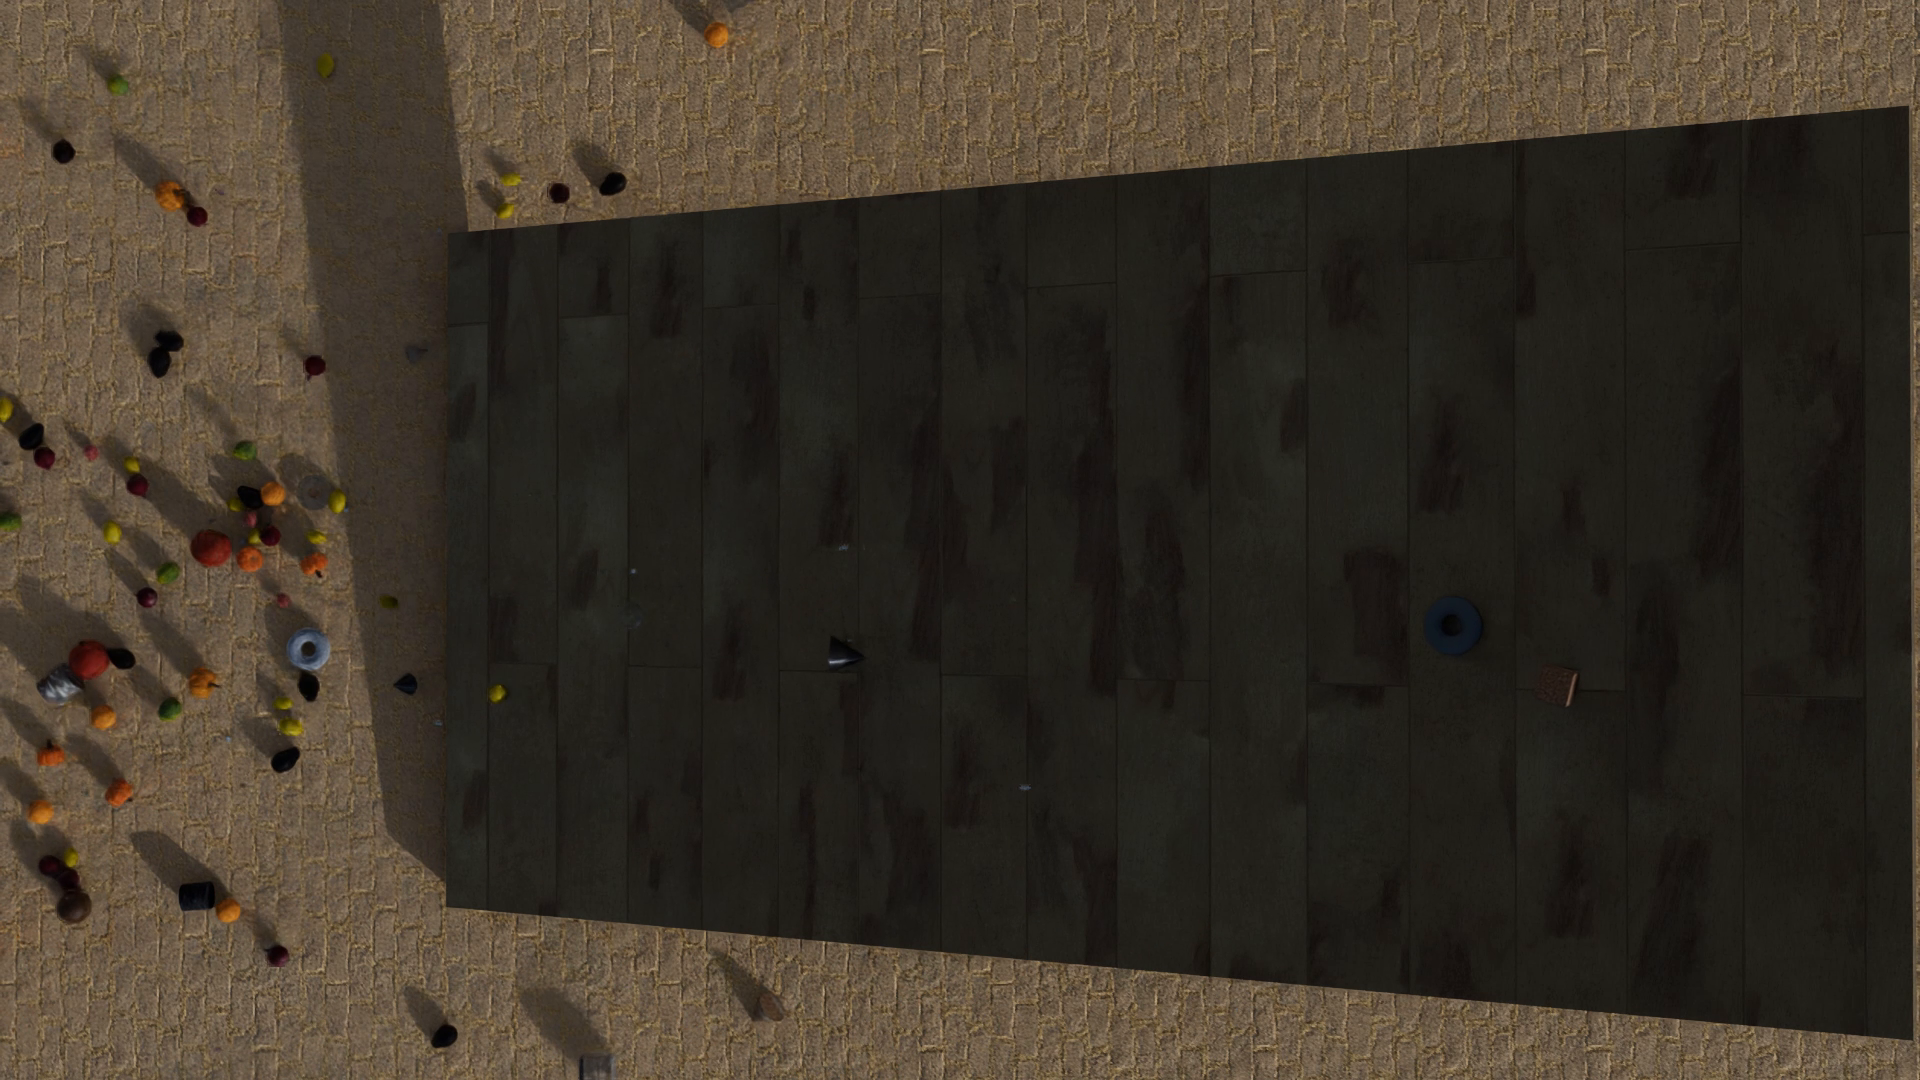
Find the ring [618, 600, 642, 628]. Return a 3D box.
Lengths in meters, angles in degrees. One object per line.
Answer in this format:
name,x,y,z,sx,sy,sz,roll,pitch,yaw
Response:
ring,-0.931,0.211,6.211,0.078,0.026,0.078,-1,88,28

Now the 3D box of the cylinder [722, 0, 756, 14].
cylinder,-0.671,-1.637,6.592,0.092,0.092,0.092,-30,89,0

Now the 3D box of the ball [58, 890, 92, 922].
ball,-2.641,1.094,6.561,0.096,0.096,0.096,0,89,0

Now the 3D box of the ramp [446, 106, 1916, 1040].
ramp,0.278,0.079,5.662,4.000,0.100,2.000,0,89,27

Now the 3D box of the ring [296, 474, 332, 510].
ring,-1.938,-0.142,6.604,0.108,0.036,0.108,0,90,1

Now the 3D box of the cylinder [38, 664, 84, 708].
cylinder,-2.686,0.436,6.569,0.093,0.093,0.093,-38,90,0

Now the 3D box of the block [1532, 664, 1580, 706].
block,1.358,0.330,5.005,0.076,0.076,0.076,15,96,27

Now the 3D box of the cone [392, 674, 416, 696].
cone,-1.671,0.433,6.570,0.066,0.066,0.066,0,90,34

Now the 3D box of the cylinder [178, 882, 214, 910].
cylinder,-2.280,1.065,6.569,0.080,0.080,0.080,-5,89,0

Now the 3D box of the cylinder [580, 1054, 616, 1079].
cylinder,-1.081,1.579,6.558,0.093,0.093,0.093,-1,89,0

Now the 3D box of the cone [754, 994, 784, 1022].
cone,-0.591,1.422,6.584,0.094,0.094,0.094,-42,89,26

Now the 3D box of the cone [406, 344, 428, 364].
cone,-1.618,-0.562,6.585,0.058,0.058,0.058,-10,89,12

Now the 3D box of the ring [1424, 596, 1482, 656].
ring,1.150,0.200,5.131,0.139,0.046,0.139,-1,88,28

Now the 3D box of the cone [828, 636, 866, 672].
cone,-0.298,0.311,5.874,0.100,0.100,0.100,6,89,0

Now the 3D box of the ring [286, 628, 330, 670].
ring,-1.954,0.326,6.596,0.131,0.044,0.131,0,91,0
